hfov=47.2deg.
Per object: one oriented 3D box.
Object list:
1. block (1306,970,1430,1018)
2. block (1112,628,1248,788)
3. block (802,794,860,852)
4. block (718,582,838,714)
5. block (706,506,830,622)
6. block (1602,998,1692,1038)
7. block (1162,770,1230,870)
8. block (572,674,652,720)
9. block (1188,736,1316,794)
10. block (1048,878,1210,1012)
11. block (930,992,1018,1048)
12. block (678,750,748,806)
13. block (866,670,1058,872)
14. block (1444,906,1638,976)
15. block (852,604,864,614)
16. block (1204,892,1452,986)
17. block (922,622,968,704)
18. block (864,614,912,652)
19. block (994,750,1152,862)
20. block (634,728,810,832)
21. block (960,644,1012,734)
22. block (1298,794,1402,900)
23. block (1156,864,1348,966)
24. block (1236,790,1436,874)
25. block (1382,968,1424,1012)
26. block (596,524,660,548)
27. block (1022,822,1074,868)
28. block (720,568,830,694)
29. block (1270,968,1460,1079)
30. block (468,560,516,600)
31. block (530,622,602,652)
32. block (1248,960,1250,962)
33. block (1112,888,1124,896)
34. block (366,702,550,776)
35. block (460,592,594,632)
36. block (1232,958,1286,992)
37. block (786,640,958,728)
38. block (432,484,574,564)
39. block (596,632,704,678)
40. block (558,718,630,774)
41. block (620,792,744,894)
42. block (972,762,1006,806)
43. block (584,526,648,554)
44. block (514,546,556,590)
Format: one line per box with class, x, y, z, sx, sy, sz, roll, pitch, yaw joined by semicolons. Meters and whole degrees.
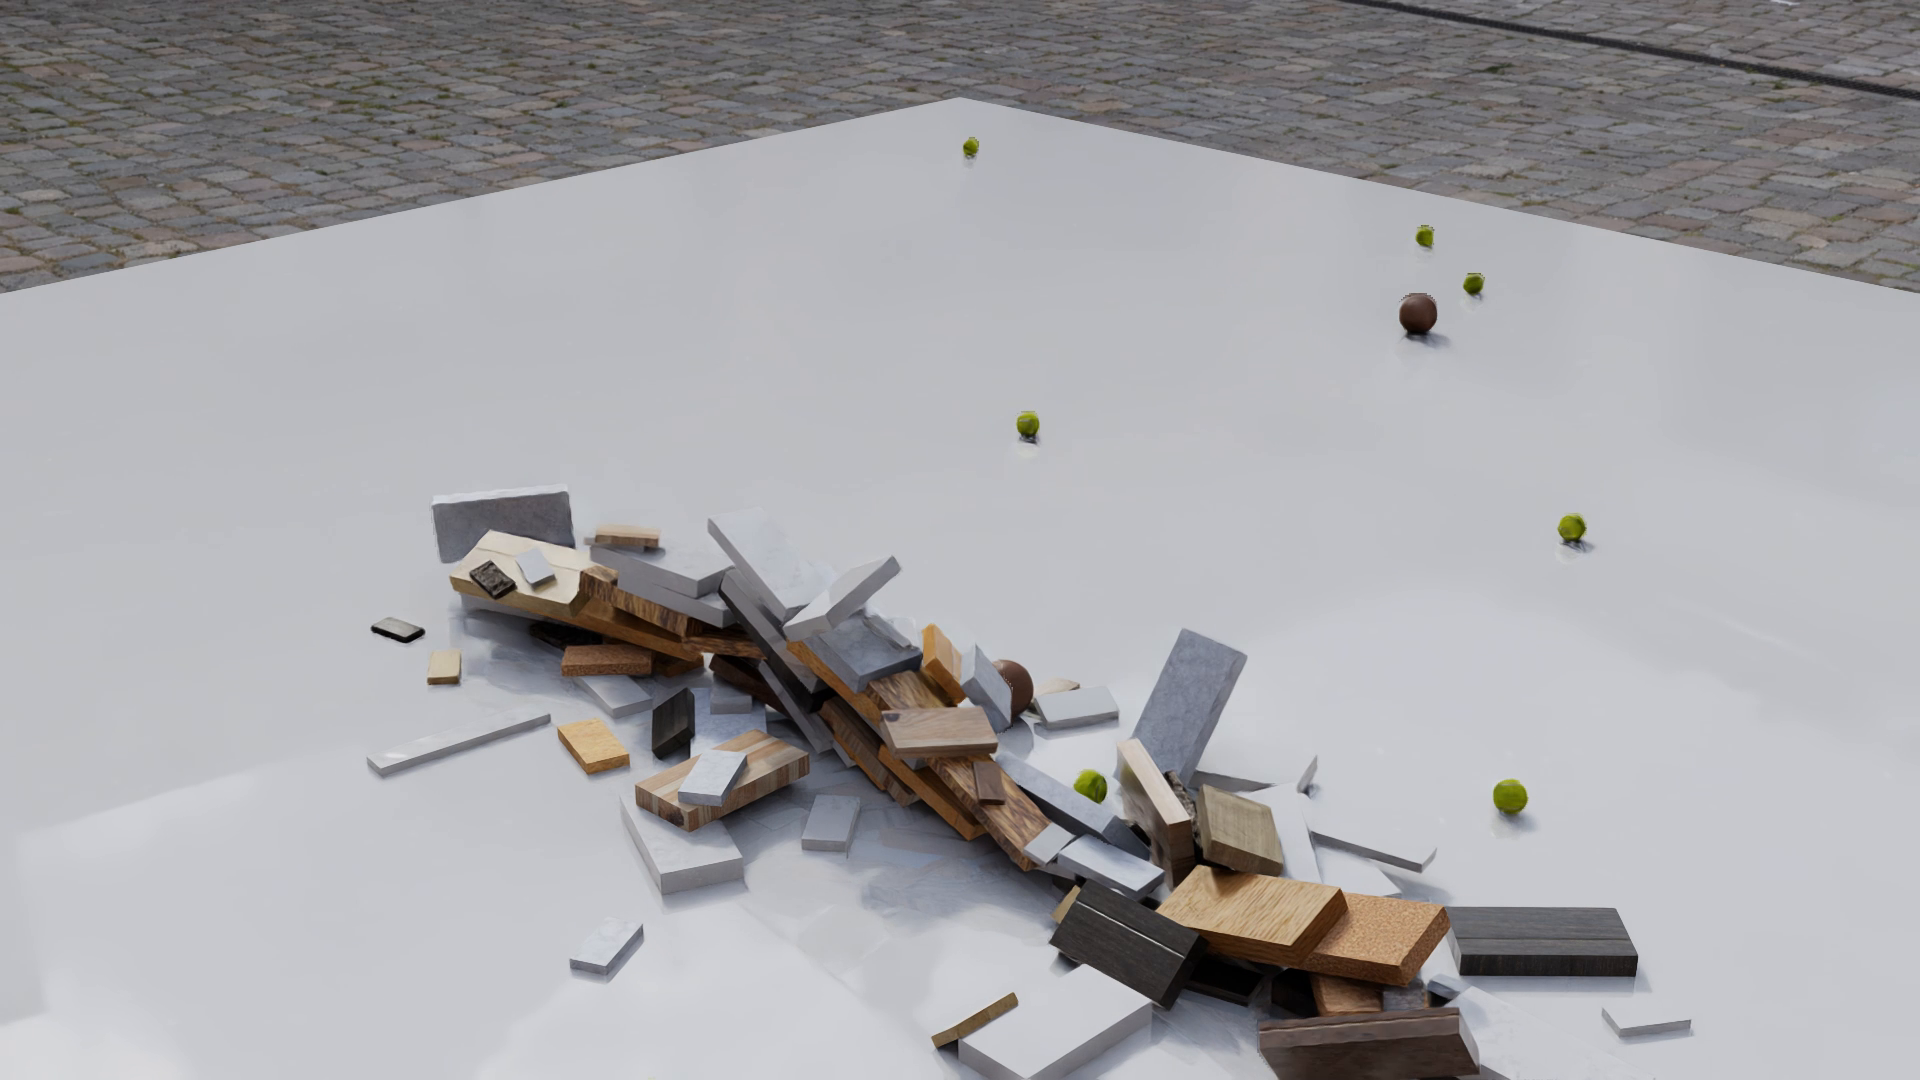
block;0.695;0.739;3.830;0.173;0.049;0.347;0;23;-1
block;0.451;0.364;4.516;0.150;0.344;0.043;23;-4;42
block;-0.258;0.565;4.396;0.088;0.025;0.176;3;23;6
block;-0.358;0.209;4.728;0.151;0.043;0.380;-14;51;-36
block;-0.397;0.048;4.629;0.126;0.036;0.333;-12;42;-34
block;1.184;0.824;3.795;0.132;0.019;0.066;-5;23;-11
block;0.457;0.569;4.235;0.039;0.139;0.277;-25;26;-3
block;-0.782;0.335;4.937;0.094;0.027;0.227;-14;27;-29
block;0.573;0.472;4.572;0.301;0.043;0.150;9;26;25
block;0.297;0.715;3.899;0.277;0.039;0.139;20;73;46
block;0.026;0.818;3.751;0.146;0.021;0.073;-21;-10;-40
block;-0.492;0.473;4.380;0.088;0.025;0.176;5;23;11
block;0.010;0.445;4.317;0.108;0.030;0.544;-15;45;-36
block;1.050;0.727;3.989;0.314;0.044;0.157;0;23;1
block;-0.228;0.118;4.614;0.049;0.014;0.098;9;35;-8
block;0.591;0.679;3.863;0.528;0.045;0.160;0;31;45
block;-0.031;0.253;4.543;0.030;0.108;0.215;-37;15;9
block;-0.147;0.190;4.489;0.098;0.014;0.049;37;20;13
block;0.216;0.530;4.313;0.329;0.164;0.047;26;74;46
block;-0.478;0.483;4.447;0.162;0.046;0.324;20;30;39
block;0.054;0.307;4.559;0.036;0.126;0.253;-36;9;8
block;0.686;0.614;4.256;0.157;0.044;0.393;-8;24;-17
block;0.505;0.658;3.874;0.320;0.045;0.160;1;32;46
block;0.718;0.566;4.285;0.414;0.021;0.073;14;27;30
block;0.747;0.751;3.714;0.066;0.019;0.132;3;23;8
block;-0.741;-0.011;4.911;0.139;0.020;0.069;4;21;-5
block;0.167;0.576;4.157;0.052;0.015;0.103;31;38;21
block;-0.344;0.174;4.702;0.170;0.048;0.340;-18;53;-39
block;1.001;0.918;3.535;0.173;0.049;1.118;-21;31;-41
block;-1.083;0.093;5.098;0.059;0.017;0.119;-32;45;-24
block;-0.932;0.225;5.198;0.169;0.024;0.085;20;30;40
block;0.502;0.710;3.972;0.077;0.022;0.155;-33;24;-23
block;0.298;0.705;4.001;0.021;0.075;0.149;20;13;-27
block;-1.075;0.427;4.730;0.398;0.020;0.070;-17;28;-35
block;-0.981;0.133;5.305;0.441;0.046;0.163;9;32;26
block;0.544;0.753;3.959;0.077;0.022;0.155;-13;26;-27
block;-0.182;0.274;4.551;0.170;0.048;0.340;-22;49;-42
block;-1.126;-0.041;5.435;0.327;0.163;0.046;-6;28;-7
block;-0.921;0.163;5.340;0.100;0.028;0.871;-19;30;-38
block;-0.783;0.438;4.693;0.094;0.027;0.188;-12;26;-26
block;-0.551;0.582;4.331;0.162;0.046;0.324;-9;25;-20
block;0.055;0.472;4.258;0.052;0.015;0.104;6;36;-13
block;-0.767;-0.001;4.932;0.139;0.020;0.069;8;21;6
block;-0.987;0.064;5.111;0.059;0.017;0.119;-24;42;-16
